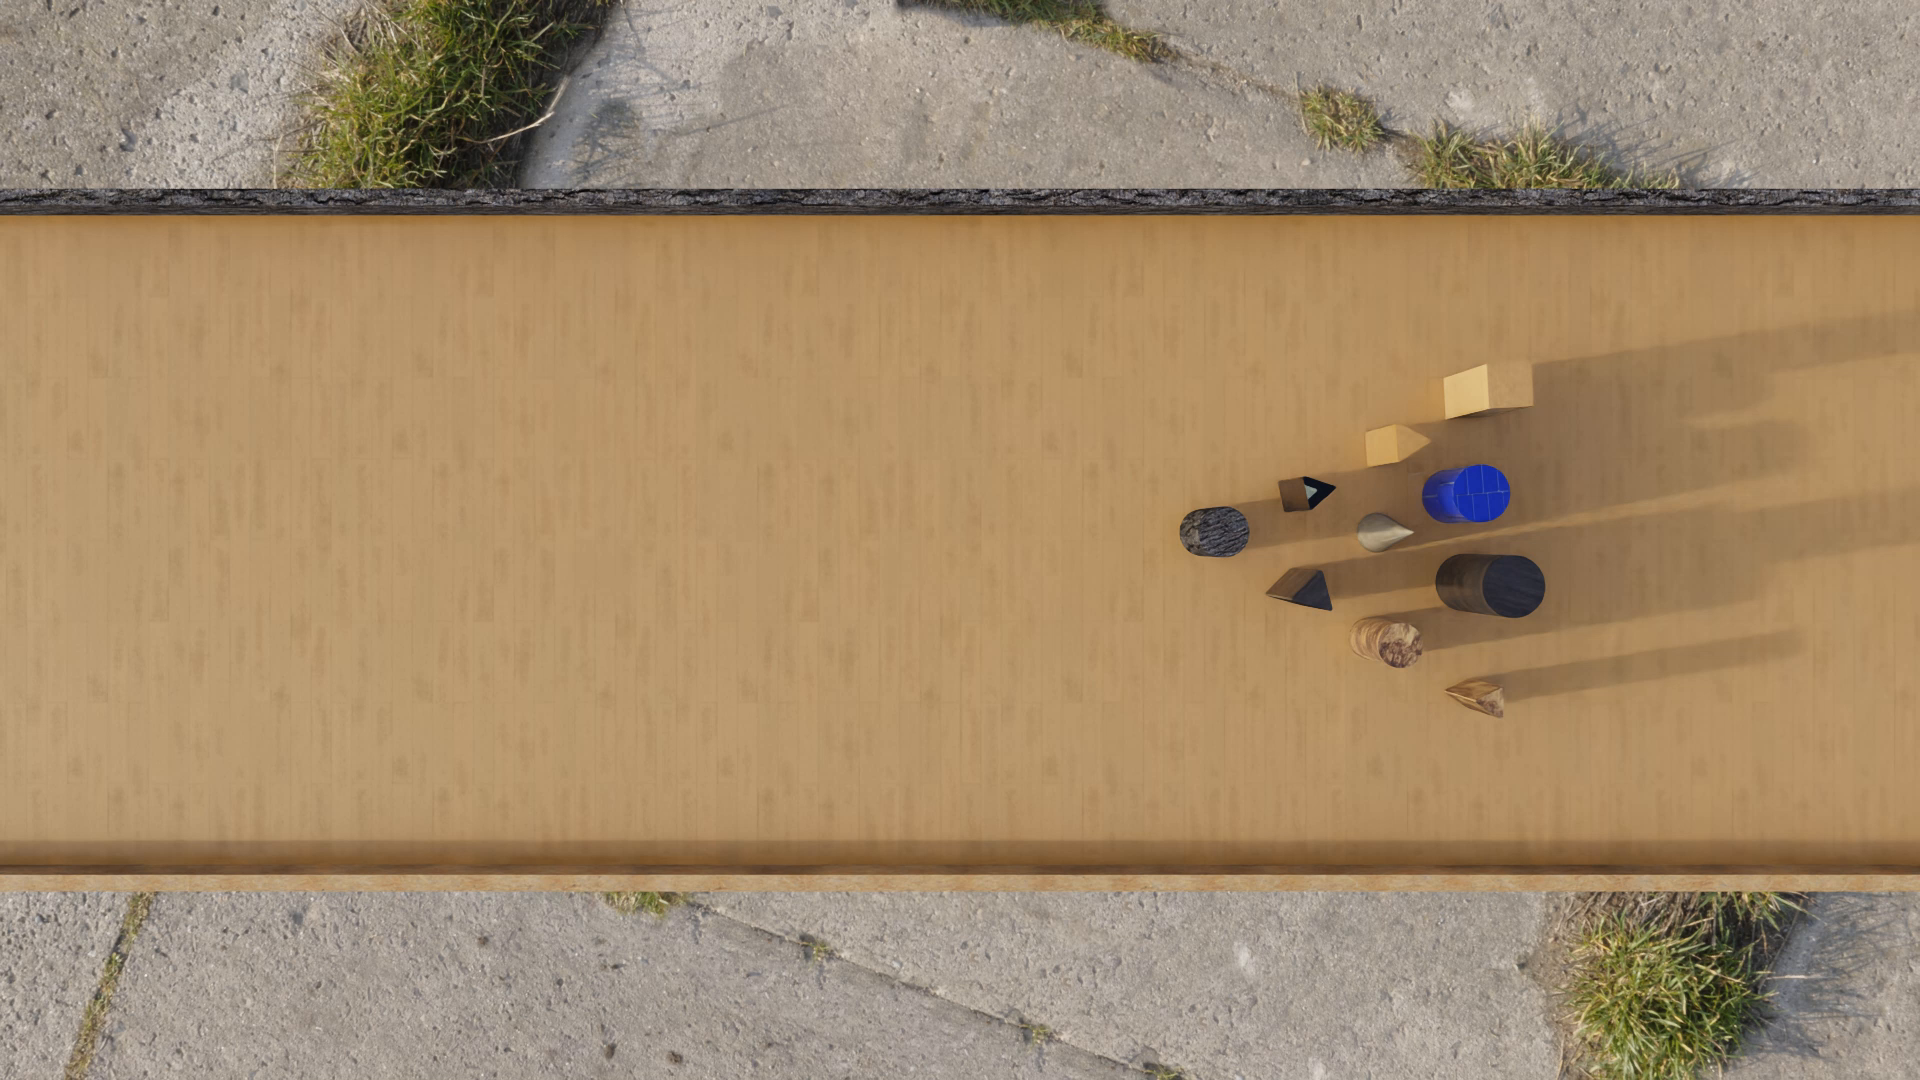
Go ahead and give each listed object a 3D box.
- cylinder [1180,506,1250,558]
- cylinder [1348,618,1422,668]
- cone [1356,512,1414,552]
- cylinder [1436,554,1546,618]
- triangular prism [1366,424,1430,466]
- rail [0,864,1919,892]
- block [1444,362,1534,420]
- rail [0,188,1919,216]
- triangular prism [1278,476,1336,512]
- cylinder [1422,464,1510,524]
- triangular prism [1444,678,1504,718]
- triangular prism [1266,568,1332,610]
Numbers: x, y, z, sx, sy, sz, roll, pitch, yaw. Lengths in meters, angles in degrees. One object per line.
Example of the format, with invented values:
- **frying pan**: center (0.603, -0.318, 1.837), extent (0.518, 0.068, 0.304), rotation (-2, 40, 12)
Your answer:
- **cylinder**: center (0.748, -0.023, 4.876), extent (0.145, 0.401, 0.145), rotation (0, 90, 0)
- **cylinder**: center (1.261, 0.302, 4.900), extent (0.130, 0.354, 0.130), rotation (0, 90, 0)
- **cone**: center (1.282, -0.022, 4.864), extent (0.123, 0.425, 0.123), rotation (0, 90, 0)
- **cylinder**: center (1.551, 0.130, 4.848), extent (0.177, 0.457, 0.177), rotation (0, 90, 0)
- **triangular prism**: center (1.276, -0.294, 4.899), extent (0.109, 0.355, 0.094), rotation (-33, 90, 0)
- **rail**: center (-2.247, 1.025, 5.001), extent (12.000, 0.150, 0.050), rotation (0, 90, 0)
- **block**: center (1.555, -0.438, 4.869), extent (0.127, 0.415, 0.127), rotation (-3, 90, 0)
- **rail**: center (-2.247, -1.025, 5.002), extent (12.000, 0.150, 0.050), rotation (0, 90, 0)
- **triangular prism**: center (1.008, -0.149, 4.889), extent (0.097, 0.374, 0.084), rotation (-42, 90, 0)
- **cylinder**: center (1.505, -0.135, 4.919), extent (0.167, 0.316, 0.167), rotation (0, 90, 0)
- **triangular prism**: center (1.549, 0.458, 4.921), extent (0.091, 0.312, 0.079), rotation (33, 90, 0)
- **triangular prism**: center (1.009, 0.135, 4.870), extent (0.116, 0.413, 0.101), rotation (15, 90, 0)
